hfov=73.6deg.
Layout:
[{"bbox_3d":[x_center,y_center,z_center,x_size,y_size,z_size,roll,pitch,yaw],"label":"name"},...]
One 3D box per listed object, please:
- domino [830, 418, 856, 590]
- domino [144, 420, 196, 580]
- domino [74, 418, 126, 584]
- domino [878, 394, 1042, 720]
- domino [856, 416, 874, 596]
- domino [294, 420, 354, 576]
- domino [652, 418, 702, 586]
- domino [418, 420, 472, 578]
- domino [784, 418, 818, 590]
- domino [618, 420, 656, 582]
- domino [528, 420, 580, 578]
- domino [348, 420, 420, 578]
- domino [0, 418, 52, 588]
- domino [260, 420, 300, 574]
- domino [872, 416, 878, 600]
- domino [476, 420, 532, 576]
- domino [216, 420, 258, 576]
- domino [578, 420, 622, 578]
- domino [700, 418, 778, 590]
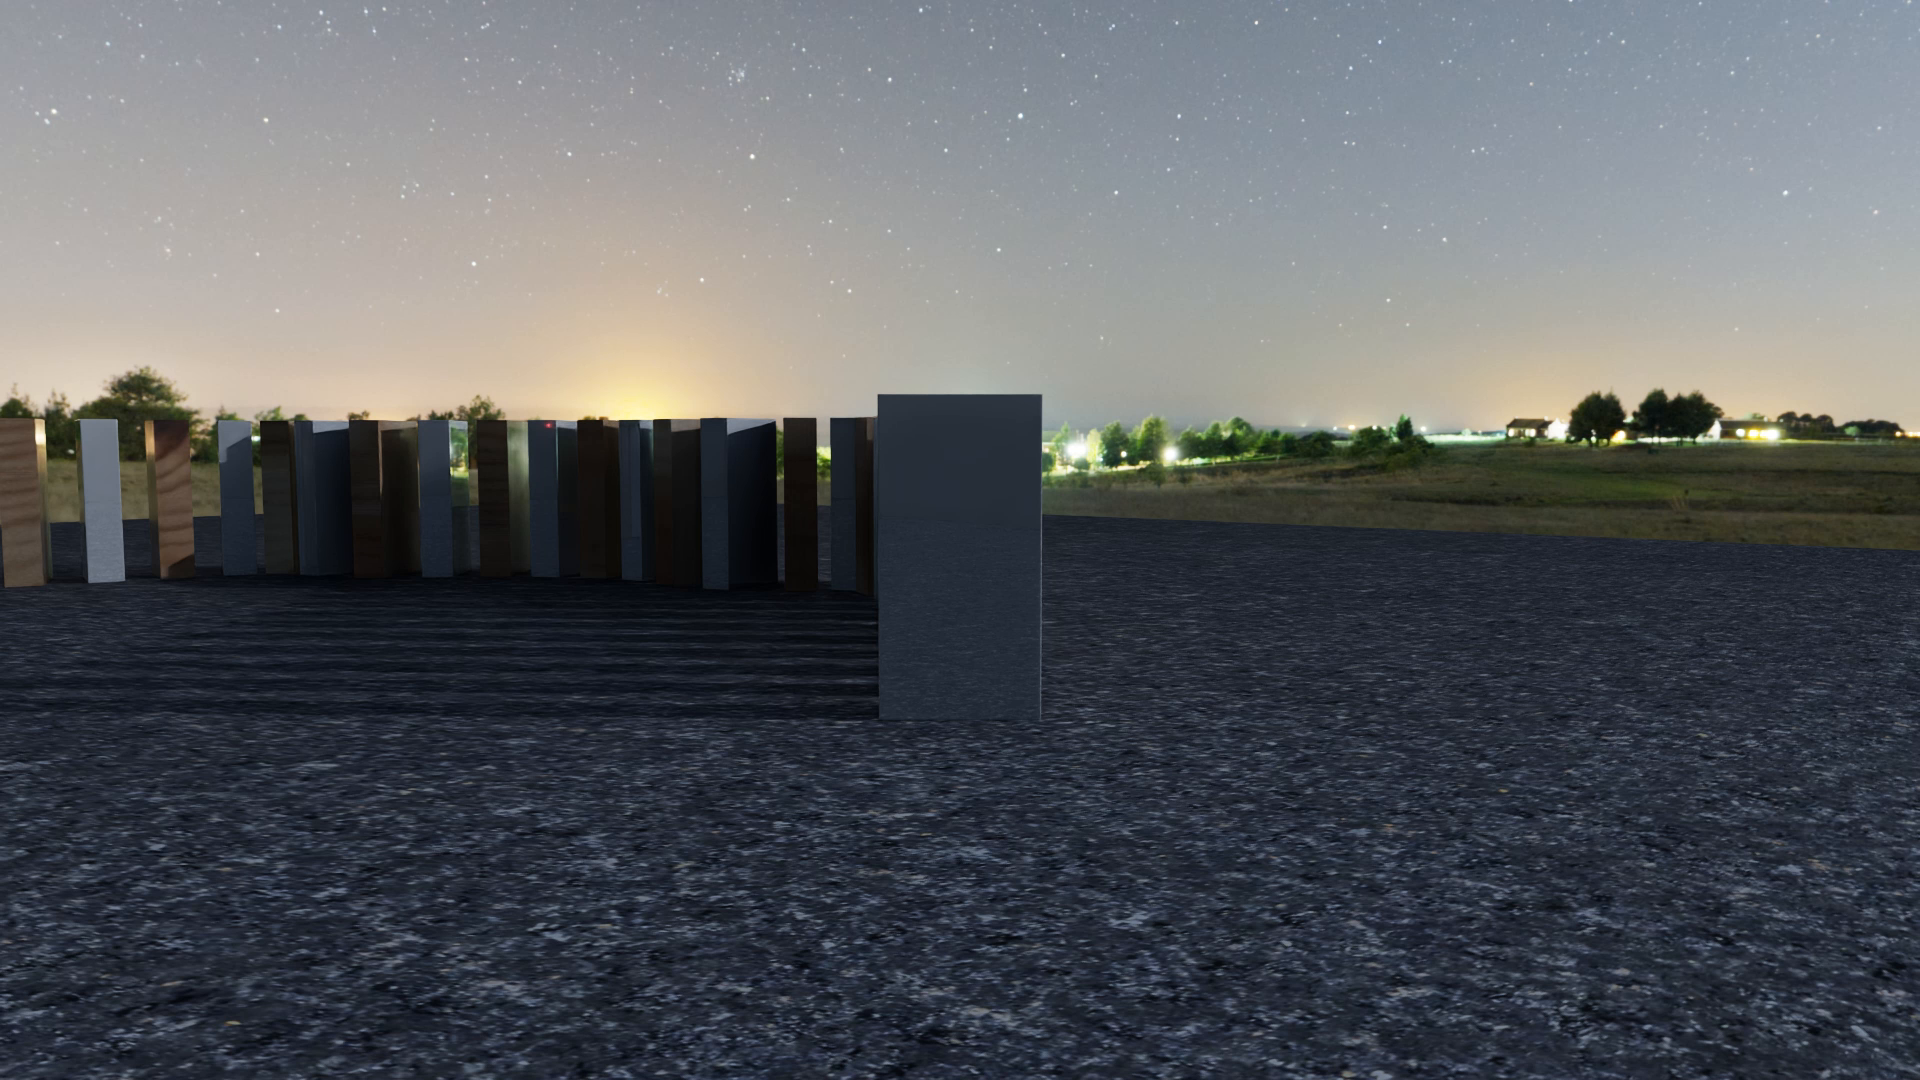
[{"bbox_3d":[-0.029,-0.011,0.383,0.009,0.050,0.025,2,5,21],"label":"domino"},{"bbox_3d":[-0.255,-0.014,0.415,0.010,0.050,0.025,-3,5,-38],"label":"domino"},{"bbox_3d":[-0.270,-0.013,0.403,0.010,0.050,0.025,-3,5,-37],"label":"domino"},{"bbox_3d":[0.000,0.002,0.201,0.025,0.050,0.009,0,4,0],"label":"domino"},{"bbox_3d":[-0.017,-0.010,0.369,0.025,0.050,0.009,-2,5,-25],"label":"domino"},{"bbox_3d":[-0.205,-0.014,0.424,0.009,0.050,0.025,2,5,29],"label":"domino"},{"bbox_3d":[-0.081,-0.012,0.396,0.009,0.050,0.025,4,6,43],"label":"domino"},{"bbox_3d":[-0.168,-0.014,0.420,0.010,0.050,0.025,-1,4,-8],"label":"domino"},{"bbox_3d":[-0.047,-0.011,0.383,0.009,0.050,0.025,0,4,-6],"label":"domino"},{"bbox_3d":[-0.095,-0.013,0.408,0.010,0.050,0.025,3,5,35],"label":"domino"},{"bbox_3d":[-0.131,-0.014,0.421,0.010,0.050,0.025,1,4,9],"label":"domino"},{"bbox_3d":[-0.187,-0.014,0.418,0.010,0.050,0.025,0,4,3],"label":"domino"},{"bbox_3d":[-0.286,-0.012,0.392,0.010,0.050,0.025,-2,5,-30],"label":"domino"},{"bbox_3d":[-0.222,-0.015,0.431,0.009,0.050,0.025,0,4,3],"label":"domino"},{"bbox_3d":[-0.010,-0.009,0.351,0.025,0.050,0.009,-1,4,-14],"label":"domino"},{"bbox_3d":[-0.150,-0.014,0.422,0.009,0.050,0.025,0,4,-3],"label":"domino"},{"bbox_3d":[-0.240,-0.014,0.426,0.009,0.050,0.025,-3,5,-31],"label":"domino"},{"bbox_3d":[-0.112,-0.014,0.416,0.010,0.050,0.025,1,5,18],"label":"domino"},{"bbox_3d":[-0.066,-0.011,0.385,0.009,0.050,0.025,2,5,26],"label":"domino"}]
